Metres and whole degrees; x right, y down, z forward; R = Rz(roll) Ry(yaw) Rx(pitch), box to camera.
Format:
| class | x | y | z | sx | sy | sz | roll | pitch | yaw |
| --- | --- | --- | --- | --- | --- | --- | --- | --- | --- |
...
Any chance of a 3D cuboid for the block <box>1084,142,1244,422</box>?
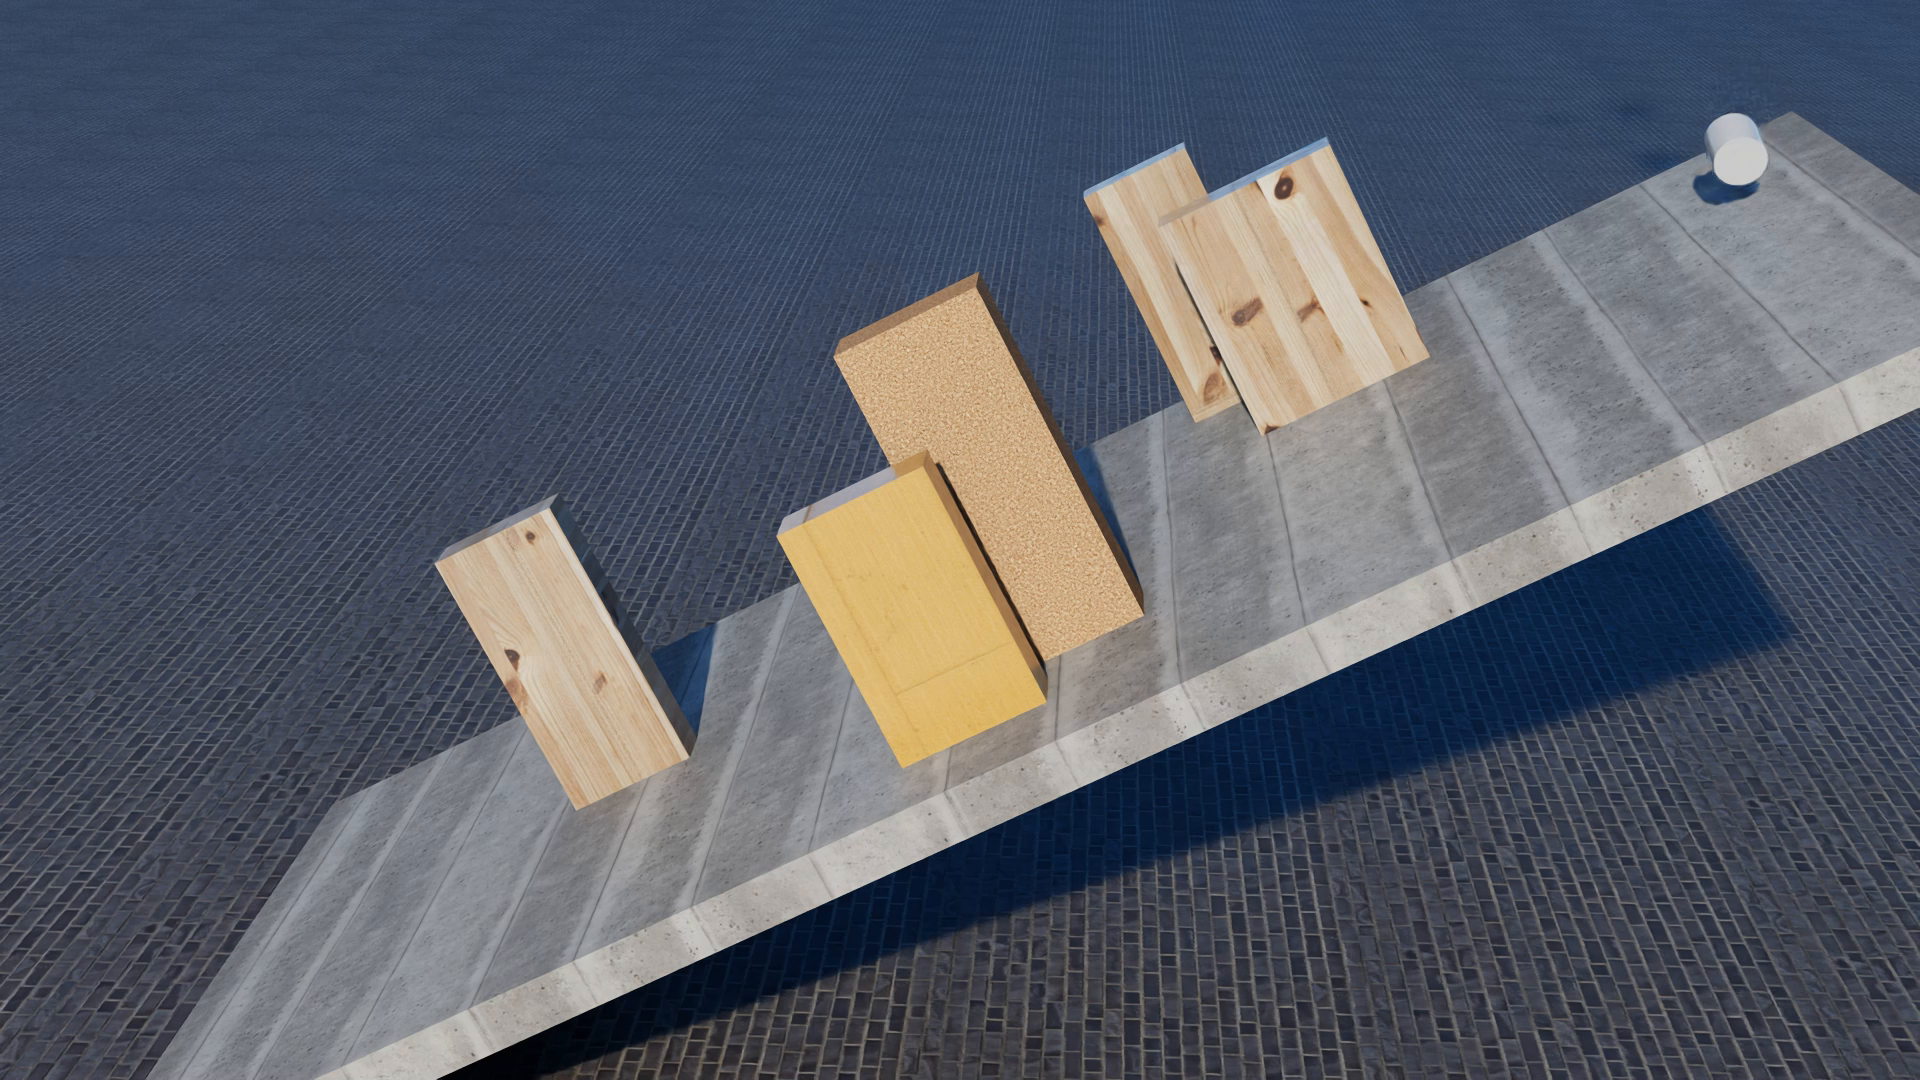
| class | x | y | z | sx | sy | sz | roll | pitch | yaw |
| --- | --- | --- | --- | --- | --- | --- | --- | --- | --- |
| block | 0.535 | -0.597 | 6.845 | 0.258 | 0.594 | 0.092 | -25 | 14 | 10 |

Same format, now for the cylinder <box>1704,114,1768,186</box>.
| class | x | y | z | sx | sy | sz | roll | pitch | yaw |
| --- | --- | --- | --- | --- | --- | --- | --- | --- | --- |
| cylinder | 1.658 | -0.835 | 6.286 | 0.114 | 0.114 | 0.114 | 1 | 35 | 2 |

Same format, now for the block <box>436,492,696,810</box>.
| class | x | y | z | sx | sy | sz | roll | pitch | yaw |
| --- | --- | --- | --- | --- | --- | --- | --- | --- | --- |
| block | -0.848 | 0.243 | 6.361 | 0.282 | 0.625 | 0.119 | -25 | 14 | 10 |

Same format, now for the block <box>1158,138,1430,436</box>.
| class | x | y | z | sx | sy | sz | roll | pitch | yaw |
| --- | --- | --- | --- | --- | --- | --- | --- | --- | --- |
| block | 0.733 | -0.555 | 6.466 | 0.406 | 0.520 | 0.113 | -25 | 14 | 10 |

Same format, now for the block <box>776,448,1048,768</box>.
| class | x | y | z | sx | sy | sz | roll | pitch | yaw |
| --- | --- | --- | --- | --- | --- | --- | --- | --- | --- |
| block | -0.086 | 0.131 | 5.546 | 0.306 | 0.511 | 0.124 | -25 | 14 | 10 |

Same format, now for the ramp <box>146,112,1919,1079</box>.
| class | x | y | z | sx | sy | sz | roll | pitch | yaw |
| --- | --- | --- | --- | --- | --- | --- | --- | --- | --- |
| ramp | 0.139 | 0.168 | 6.281 | 4.000 | 0.100 | 2.000 | -25 | 14 | 10 |

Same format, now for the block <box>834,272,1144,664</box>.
| class | x | y | z | sx | sy | sz | roll | pitch | yaw |
| --- | --- | --- | --- | --- | --- | --- | --- | --- | --- |
| block | 0.062 | -0.122 | 5.732 | 0.305 | 0.726 | 0.147 | -25 | 14 | 10 |
